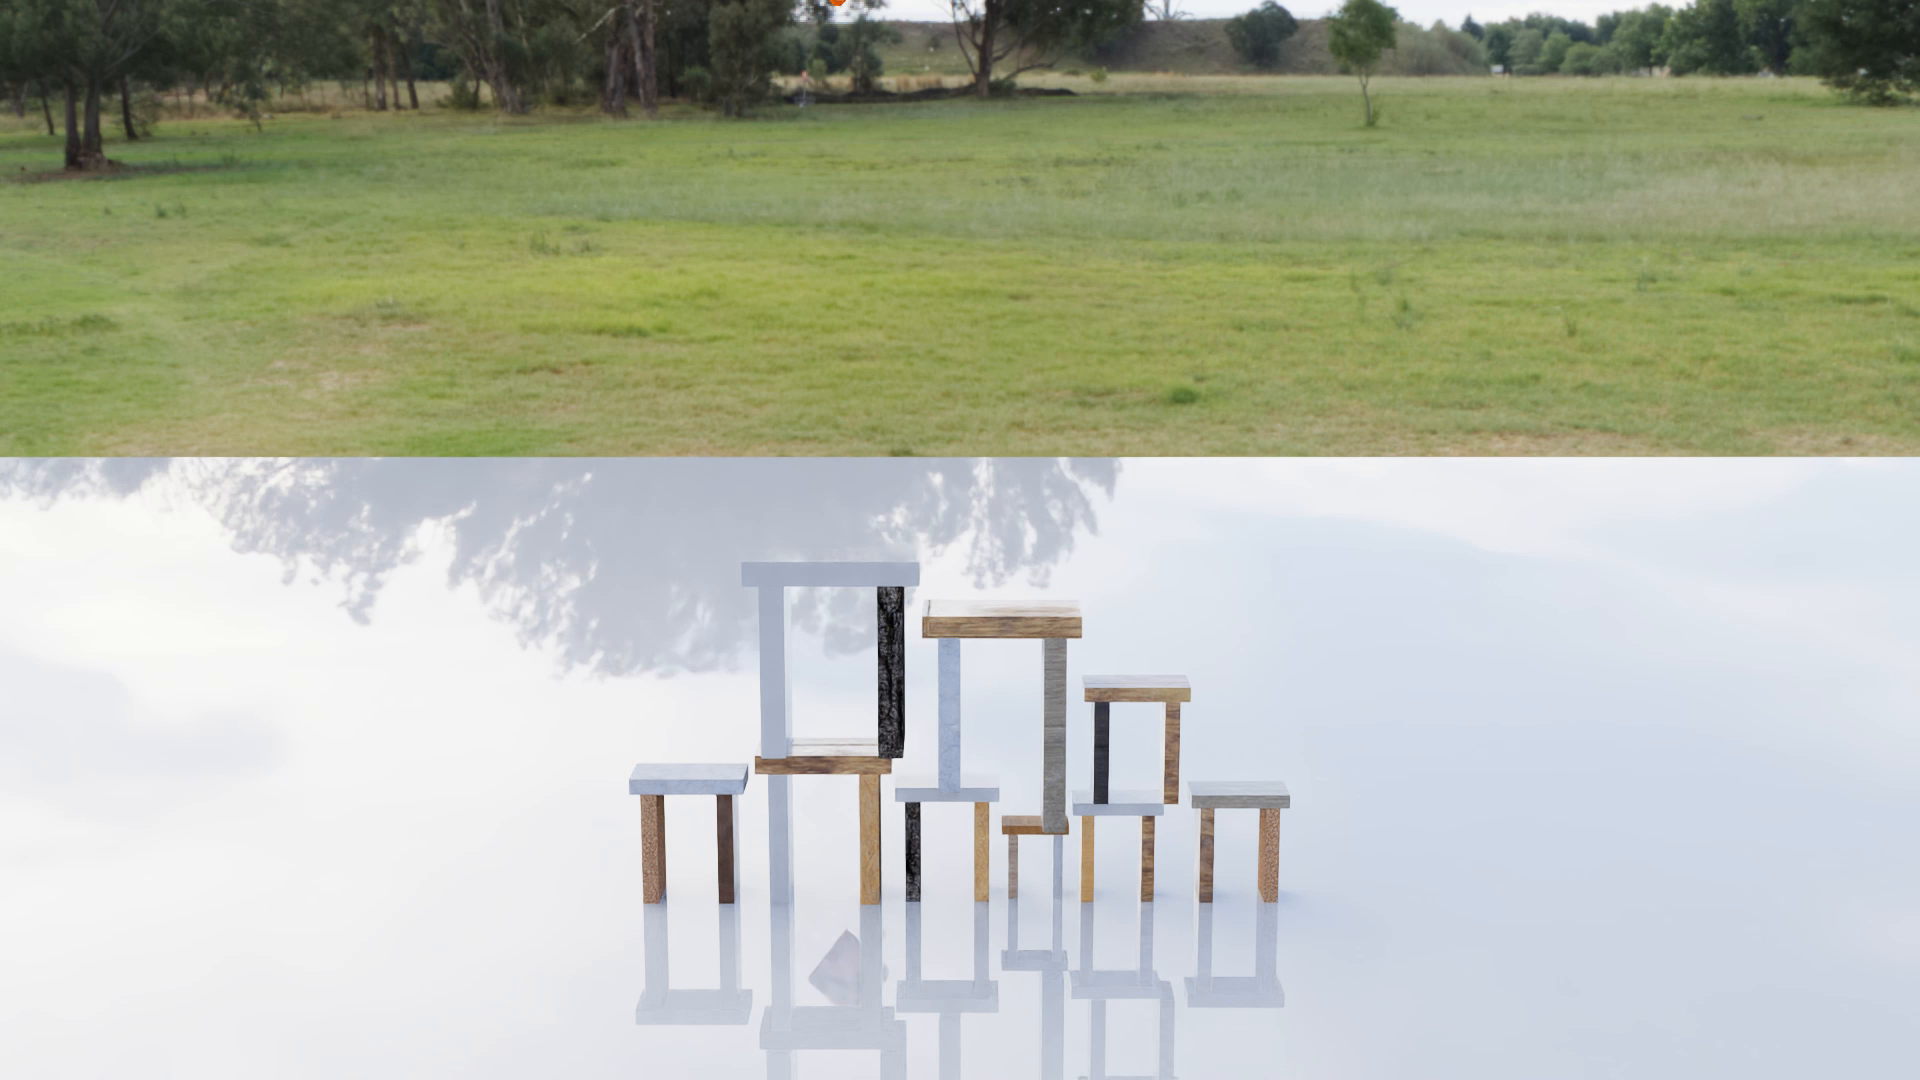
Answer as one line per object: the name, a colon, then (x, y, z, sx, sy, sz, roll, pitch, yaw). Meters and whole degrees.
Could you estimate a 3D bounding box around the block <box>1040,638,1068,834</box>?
block: (0.153, 0.306, 3.614, 0.036, 0.325, 0.128, 0, 11, 0)

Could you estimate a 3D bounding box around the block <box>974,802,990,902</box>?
block: (0.036, 0.505, 3.658, 0.024, 0.171, 0.086, 0, 11, 0)

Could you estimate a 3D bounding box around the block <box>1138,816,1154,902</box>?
block: (0.309, 0.518, 3.653, 0.021, 0.148, 0.074, 0, 11, 0)

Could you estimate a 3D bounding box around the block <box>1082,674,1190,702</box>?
block: (0.288, 0.243, 3.601, 0.172, 0.024, 0.086, 0, 11, 0)

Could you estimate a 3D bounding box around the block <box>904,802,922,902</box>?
block: (-0.078, 0.505, 3.658, 0.024, 0.171, 0.086, 0, 11, 0)

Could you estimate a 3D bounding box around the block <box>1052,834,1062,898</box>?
block: (0.162, 0.535, 3.662, 0.016, 0.111, 0.055, 0, 11, 0)

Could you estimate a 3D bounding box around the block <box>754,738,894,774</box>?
block: (-0.223, 0.355, 3.628, 0.222, 0.031, 0.111, 0, 11, 0)

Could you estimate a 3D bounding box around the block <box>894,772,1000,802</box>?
block: (-0.021, 0.409, 3.640, 0.171, 0.024, 0.086, 0, 11, 0)

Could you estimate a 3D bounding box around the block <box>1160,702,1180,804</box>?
block: (0.345, 0.340, 3.618, 0.024, 0.172, 0.086, 0, 11, 0)

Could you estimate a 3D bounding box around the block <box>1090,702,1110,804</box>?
block: (0.230, 0.339, 3.619, 0.024, 0.172, 0.086, 0, 11, 0)

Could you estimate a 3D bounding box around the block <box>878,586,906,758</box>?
block: (-0.112, 0.201, 3.598, 0.040, 0.284, 0.142, 0, 11, 0)

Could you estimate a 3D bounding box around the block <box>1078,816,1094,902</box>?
block: (0.210, 0.518, 3.653, 0.021, 0.149, 0.074, 0, 11, 0)

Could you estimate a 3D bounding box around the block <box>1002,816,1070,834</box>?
block: (0.125, 0.473, 3.649, 0.111, 0.016, 0.055, 0, 11, 0)

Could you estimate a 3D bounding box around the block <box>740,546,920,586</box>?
block: (-0.207, 0.042, 3.569, 0.283, 0.040, 0.142, 0, 11, 0)

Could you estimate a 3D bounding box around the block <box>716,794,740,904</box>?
block: (-0.384, 0.499, 3.650, 0.026, 0.186, 0.093, 0, 11, 0)

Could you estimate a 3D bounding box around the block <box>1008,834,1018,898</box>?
block: (0.088, 0.535, 3.662, 0.016, 0.111, 0.055, 0, 11, 0)

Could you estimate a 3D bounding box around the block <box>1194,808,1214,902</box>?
block: (0.405, 0.511, 3.651, 0.023, 0.161, 0.081, 0, 11, 0)

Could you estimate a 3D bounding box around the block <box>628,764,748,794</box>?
block: (-0.447, 0.394, 3.630, 0.186, 0.026, 0.093, 0, 11, 0)

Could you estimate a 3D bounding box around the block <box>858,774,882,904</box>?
block: (-0.149, 0.480, 3.651, 0.031, 0.222, 0.111, 0, 11, 0)

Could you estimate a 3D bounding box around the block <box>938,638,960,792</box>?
block: (-0.017, 0.272, 3.610, 0.036, 0.256, 0.128, 0, 11, 0)

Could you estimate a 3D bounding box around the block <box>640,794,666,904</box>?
block: (-0.509, 0.499, 3.650, 0.026, 0.186, 0.093, 0, 11, 0)

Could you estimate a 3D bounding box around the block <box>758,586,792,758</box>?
block: (-0.301, 0.201, 3.598, 0.040, 0.283, 0.142, 0, 11, 0)

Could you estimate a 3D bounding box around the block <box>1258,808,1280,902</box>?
block: (0.513, 0.511, 3.651, 0.023, 0.161, 0.081, 0, 11, 0)

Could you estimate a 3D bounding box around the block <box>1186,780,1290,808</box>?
block: (0.459, 0.421, 3.634, 0.161, 0.023, 0.081, 0, 11, 0)

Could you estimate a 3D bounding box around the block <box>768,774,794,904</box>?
block: (-0.297, 0.480, 3.651, 0.031, 0.222, 0.111, 0, 11, 0)

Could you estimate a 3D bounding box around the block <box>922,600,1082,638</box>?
block: (0.068, 0.128, 3.582, 0.257, 0.036, 0.128, 0, 11, 1)

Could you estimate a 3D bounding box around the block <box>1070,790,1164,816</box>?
block: (0.259, 0.434, 3.637, 0.149, 0.021, 0.074, 0, 11, 0)
